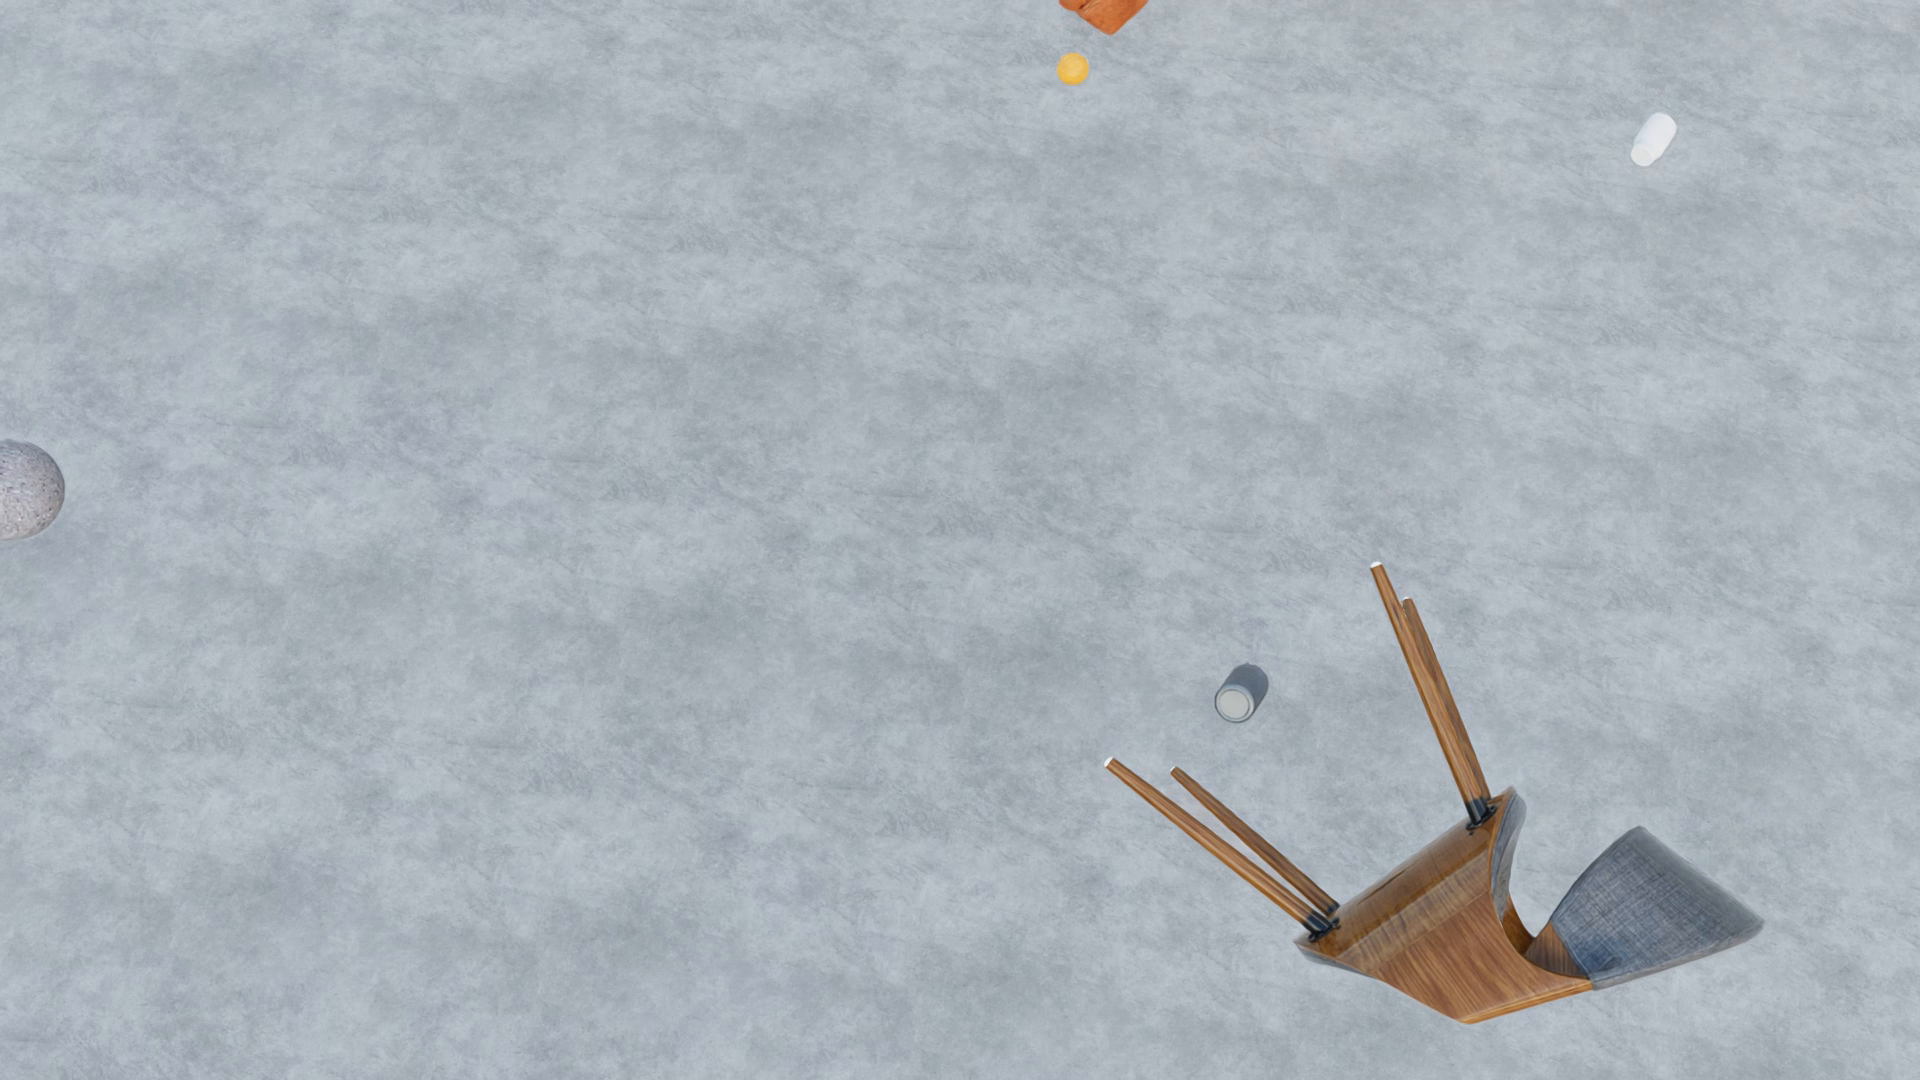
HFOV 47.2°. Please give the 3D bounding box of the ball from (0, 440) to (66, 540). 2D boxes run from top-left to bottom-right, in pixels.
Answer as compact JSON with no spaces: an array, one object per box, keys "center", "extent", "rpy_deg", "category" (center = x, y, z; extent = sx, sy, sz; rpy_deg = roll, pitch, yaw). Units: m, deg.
[{"center":[-1.865,-0.099,4.320],"extent":[0.198,0.198,0.198],"rpy_deg":[0,56,0],"category":"ball"}]
